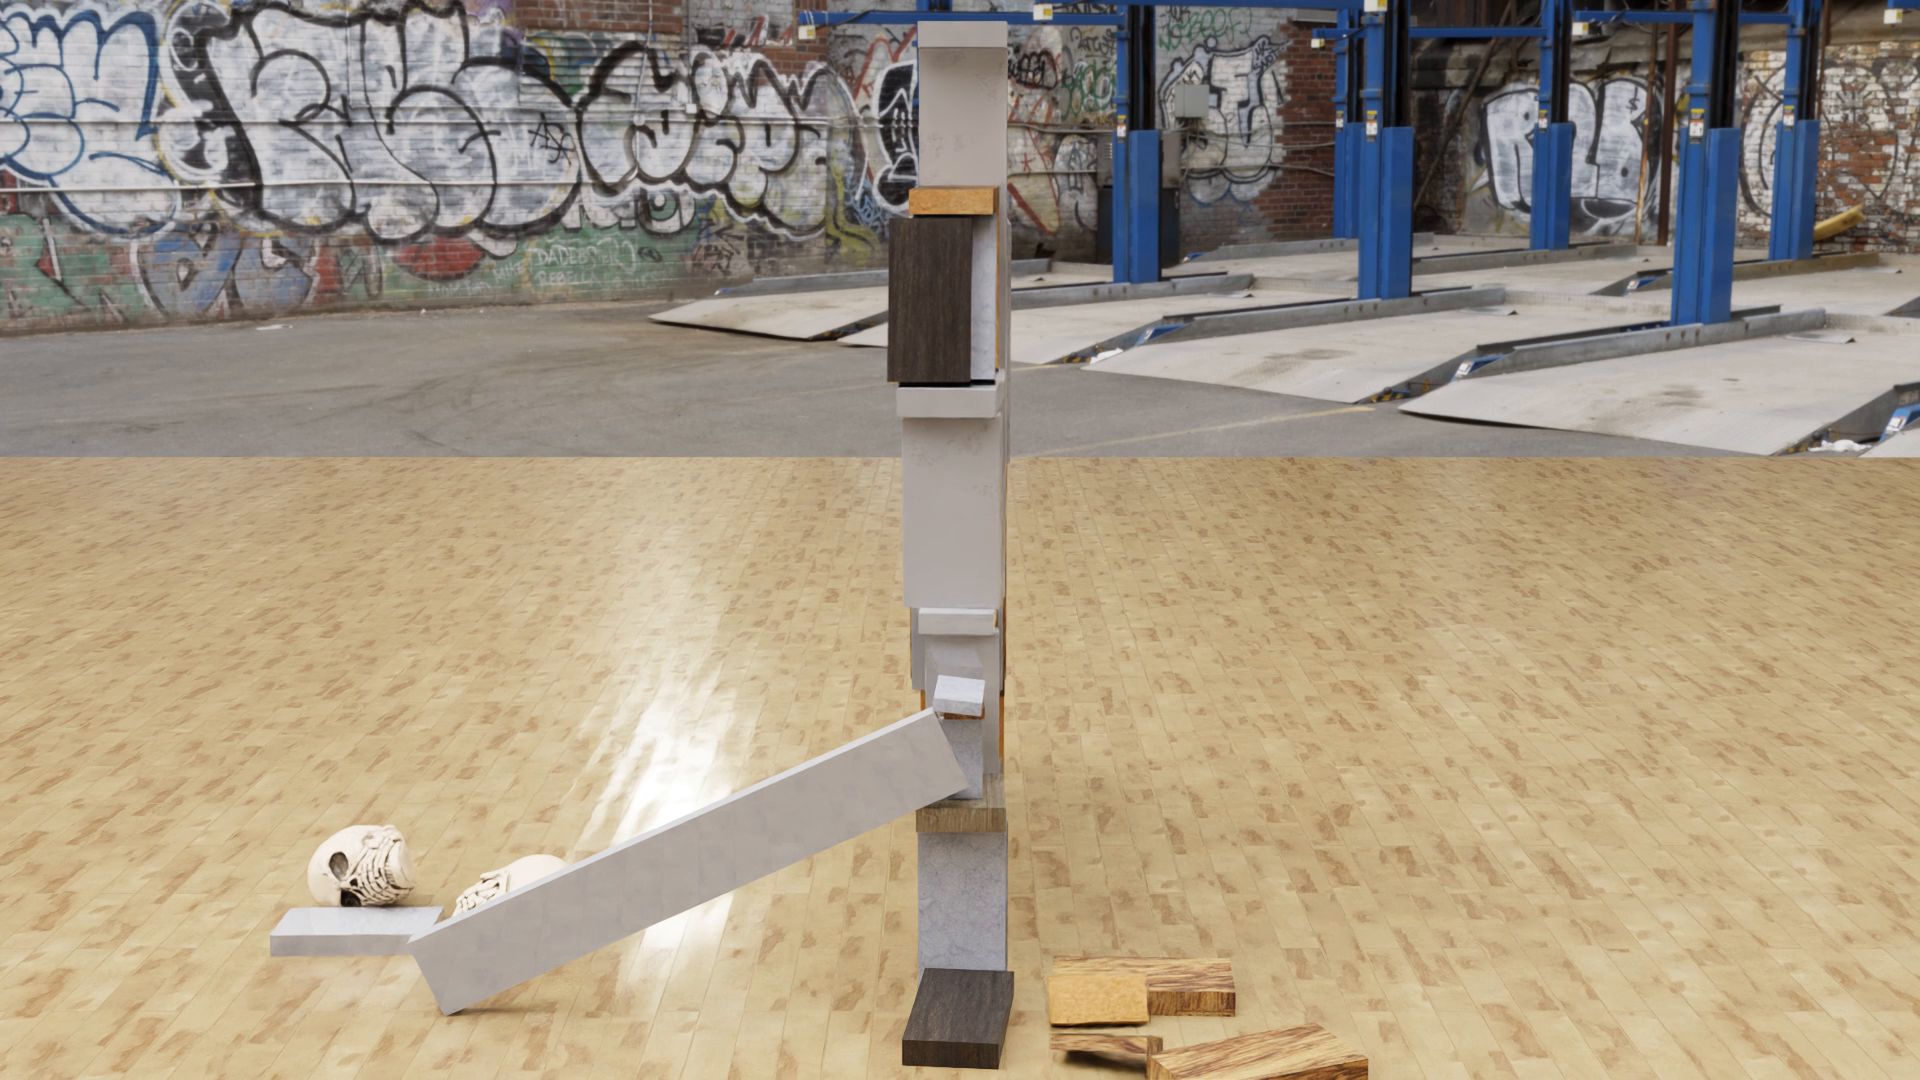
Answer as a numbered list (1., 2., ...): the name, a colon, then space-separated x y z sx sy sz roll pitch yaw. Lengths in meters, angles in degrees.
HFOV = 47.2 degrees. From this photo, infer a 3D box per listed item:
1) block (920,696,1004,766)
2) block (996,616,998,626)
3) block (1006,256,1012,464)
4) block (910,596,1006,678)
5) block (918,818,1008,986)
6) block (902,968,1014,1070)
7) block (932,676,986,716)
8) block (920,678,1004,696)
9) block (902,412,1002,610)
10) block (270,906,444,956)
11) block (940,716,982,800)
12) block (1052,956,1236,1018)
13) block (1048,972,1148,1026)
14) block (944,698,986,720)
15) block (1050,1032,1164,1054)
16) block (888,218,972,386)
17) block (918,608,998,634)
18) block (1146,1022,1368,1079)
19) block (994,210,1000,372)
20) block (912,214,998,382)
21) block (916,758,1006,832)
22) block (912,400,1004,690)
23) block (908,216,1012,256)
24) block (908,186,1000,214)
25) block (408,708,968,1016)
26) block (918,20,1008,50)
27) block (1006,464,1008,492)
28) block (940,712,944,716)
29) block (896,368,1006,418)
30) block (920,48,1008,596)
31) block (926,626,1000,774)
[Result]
1. block: 0.004 0.405 3.871 0.145 0.291 0.041 0 11 0
2. block: 0.004 0.236 3.468 0.110 0.263 0.031 0 11 1
3. block: -0.003 -0.304 3.670 0.174 0.347 0.049 0 11 0
4. block: -0.003 0.072 3.746 0.163 0.327 0.046 0 11 0
5. block: 0.004 0.537 3.245 0.130 0.259 0.037 1 11 7
6. block: 0.000 0.674 3.112 0.131 0.037 0.263 1 11 6
7. block: -0.001 0.225 3.191 0.069 0.020 0.139 7 10 1
8. block: 0.004 0.224 3.936 0.145 0.041 0.291 0 11 0
9. block: -0.011 -0.044 3.283 0.145 0.291 0.041 1 11 5
10. block: -0.942 0.613 3.449 0.243 0.034 0.122 0 11 -2
11. block: 0.002 0.316 3.194 0.059 0.119 0.017 -1 7 -4
12. block: 0.267 0.653 3.225 0.263 0.037 0.131 1 11 3
13. block: 0.196 0.655 3.135 0.139 0.069 0.020 -1 -25 -4
14. block: 0.005 0.240 3.233 0.059 0.017 0.119 0 10 -2
15. block: 0.200 0.685 2.995 0.139 0.020 0.069 -4 -11 24
16. block: -0.044 -0.352 3.248 0.121 0.243 0.034 0 -4 2
17. block: 0.001 0.105 3.364 0.110 0.031 0.221 1 10 3
18. block: 0.397 0.707 2.938 0.263 0.037 0.131 -5 11 -23
19. block: -0.001 -0.391 3.442 0.125 0.249 0.035 0 -3 2
20. block: -0.008 -0.361 3.282 0.125 0.249 0.035 0 -4 2
21. block: 0.001 0.379 3.287 0.130 0.037 0.259 0 11 0
22. block: -0.004 0.008 3.487 0.145 0.466 0.041 0 12 1
23. block: -0.003 -0.520 3.747 0.174 0.049 0.347 0 11 0
24. block: -0.007 -0.520 3.355 0.125 0.035 0.249 1 11 3
25. block: -0.389 0.461 3.156 0.823 0.122 0.034 -24 11 1
26. block: 0.004 -0.805 3.528 0.138 0.039 0.276 0 10 0
27. block: -0.003 -0.131 3.819 0.163 0.046 0.327 0 11 0
28. block: 0.001 0.301 3.282 0.059 0.119 0.017 0 -7 0
29. block: -0.011 -0.225 3.348 0.145 0.041 0.291 1 10 4
30. block: 0.005 -0.341 3.531 0.138 0.875 0.039 1 9 3
31. block: 0.003 0.242 3.316 0.110 0.220 0.031 0 12 -2
